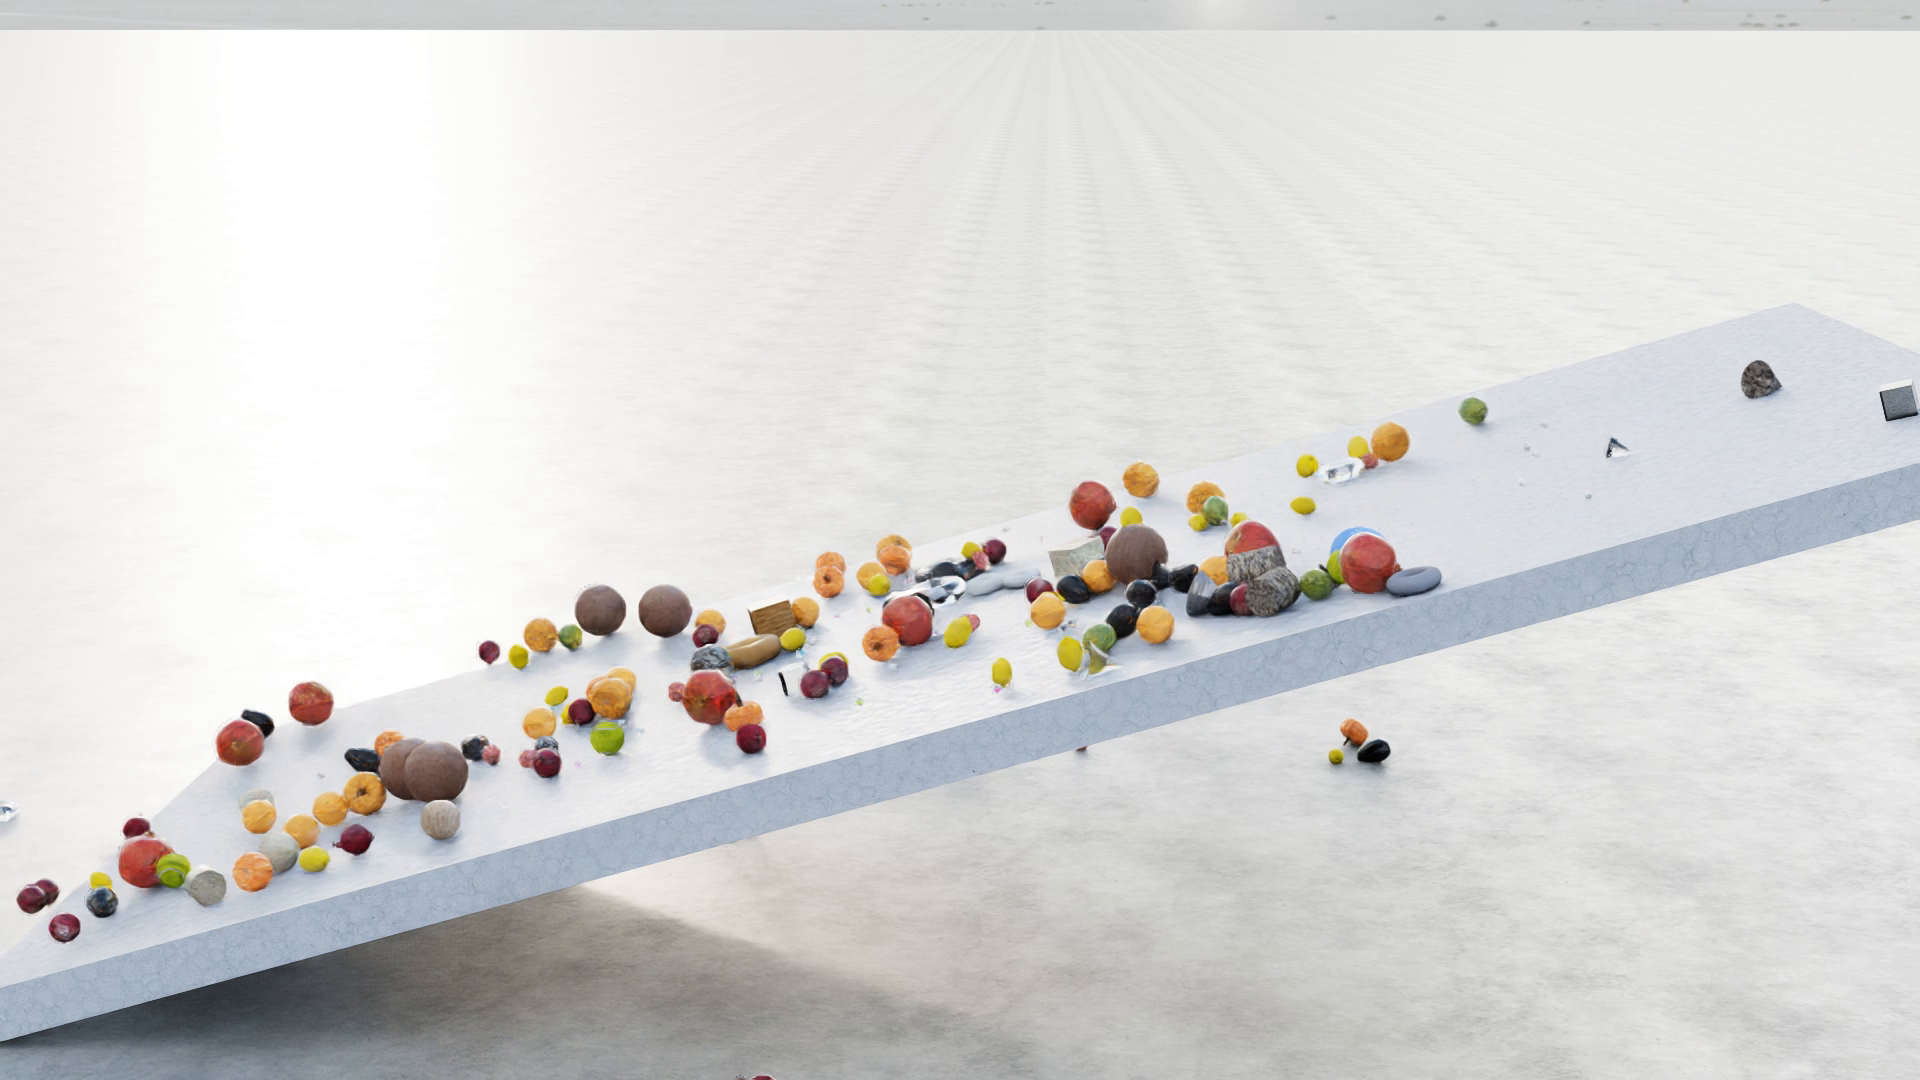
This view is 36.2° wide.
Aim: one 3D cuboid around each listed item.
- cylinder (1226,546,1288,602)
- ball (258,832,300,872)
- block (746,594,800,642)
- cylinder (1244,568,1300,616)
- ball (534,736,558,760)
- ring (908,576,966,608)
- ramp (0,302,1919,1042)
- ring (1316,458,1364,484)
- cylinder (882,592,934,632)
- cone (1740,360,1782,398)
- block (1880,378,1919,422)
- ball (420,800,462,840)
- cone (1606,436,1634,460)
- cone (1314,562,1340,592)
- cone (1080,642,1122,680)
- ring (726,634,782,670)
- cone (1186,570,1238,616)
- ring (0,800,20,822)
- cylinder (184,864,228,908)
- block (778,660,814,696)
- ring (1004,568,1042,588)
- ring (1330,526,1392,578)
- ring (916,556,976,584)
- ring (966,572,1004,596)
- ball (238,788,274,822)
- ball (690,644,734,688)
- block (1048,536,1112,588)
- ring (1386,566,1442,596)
[{"bbox_3d":[0.571,0.065,5.635,0.094,0.094,0.094,-13,6,20],"label":"cylinder"},{"bbox_3d":[-1.333,0.610,5.752,0.081,0.081,0.081,0,11,0],"label":"ball"},{"bbox_3d":[-0.421,0.183,6.630,0.090,0.090,0.090,-18,10,-9],"label":"block"},{"bbox_3d":[0.584,0.098,5.487,0.075,0.075,0.075,9,19,39],"label":"cylinder"},{"bbox_3d":[-0.854,0.429,6.076,0.050,0.050,0.050,0,11,0],"label":"ball"},{"bbox_3d":[-0.054,0.119,6.511,0.143,0.048,0.143,-15,11,3],"label":"ring"},{"bbox_3d":[0.088,0.188,6.322,4.000,0.100,2.000,-16,10,5],"label":"ramp"},{"bbox_3d":[0.852,-0.155,6.588,0.108,0.036,0.108,-15,11,3],"label":"ring"},{"bbox_3d":[-0.111,0.153,6.304,0.083,0.083,0.083,-5,4,-27],"label":"cylinder"},{"bbox_3d":[1.698,-0.330,6.168,0.083,0.083,0.083,11,3,-35],"label":"cone"},{"bbox_3d":[1.787,-0.266,5.593,0.060,0.060,0.060,-12,11,24],"label":"block"},{"bbox_3d":[-0.994,0.535,5.626,0.078,0.078,0.078,0,11,0],"label":"ball"},{"bbox_3d":[1.342,-0.182,5.965,0.050,0.050,0.050,16,15,18],"label":"cone"},{"bbox_3d":[0.687,0.066,5.560,0.053,0.053,0.053,-16,10,3],"label":"cone"},{"bbox_3d":[0.267,0.227,5.410,0.072,0.072,0.072,9,9,-10],"label":"cone"},{"bbox_3d":[-0.462,0.247,6.457,0.146,0.049,0.146,-17,9,3],"label":"ring"},{"bbox_3d":[0.494,0.114,5.646,0.090,0.090,0.090,17,17,22],"label":"cone"},{"bbox_3d":[-2.310,0.649,7.044,0.111,0.037,0.111,0,9,0],"label":"ring"},{"bbox_3d":[-1.456,0.666,5.676,0.069,0.069,0.069,-5,12,-26],"label":"cylinder"},{"bbox_3d":[-0.336,0.284,6.027,0.052,0.052,0.052,-14,10,11],"label":"block"},{"bbox_3d":[0.136,0.083,6.451,0.086,0.029,0.086,-15,11,3],"label":"ring"},{"bbox_3d":[0.761,0.024,5.586,0.116,0.039,0.116,-2,51,2],"label":"ring"},{"bbox_3d":[-0.033,0.076,6.718,0.143,0.048,0.143,-15,10,3],"label":"ring"},{"bbox_3d":[0.057,0.097,6.498,0.093,0.031,0.093,-15,10,3],"label":"ring"},{"bbox_3d":[-1.506,0.567,6.297,0.076,0.076,0.076,0,11,0],"label":"ball"},{"bbox_3d":[-0.532,0.270,6.309,0.093,0.093,0.093,0,11,0],"label":"ball"},{"bbox_3d":[0.256,0.048,6.287,0.084,0.084,0.084,-23,12,-36],"label":"block"},{"bbox_3d":[0.824,0.074,5.342,0.103,0.034,0.103,-15,9,2],"label":"ring"}]
